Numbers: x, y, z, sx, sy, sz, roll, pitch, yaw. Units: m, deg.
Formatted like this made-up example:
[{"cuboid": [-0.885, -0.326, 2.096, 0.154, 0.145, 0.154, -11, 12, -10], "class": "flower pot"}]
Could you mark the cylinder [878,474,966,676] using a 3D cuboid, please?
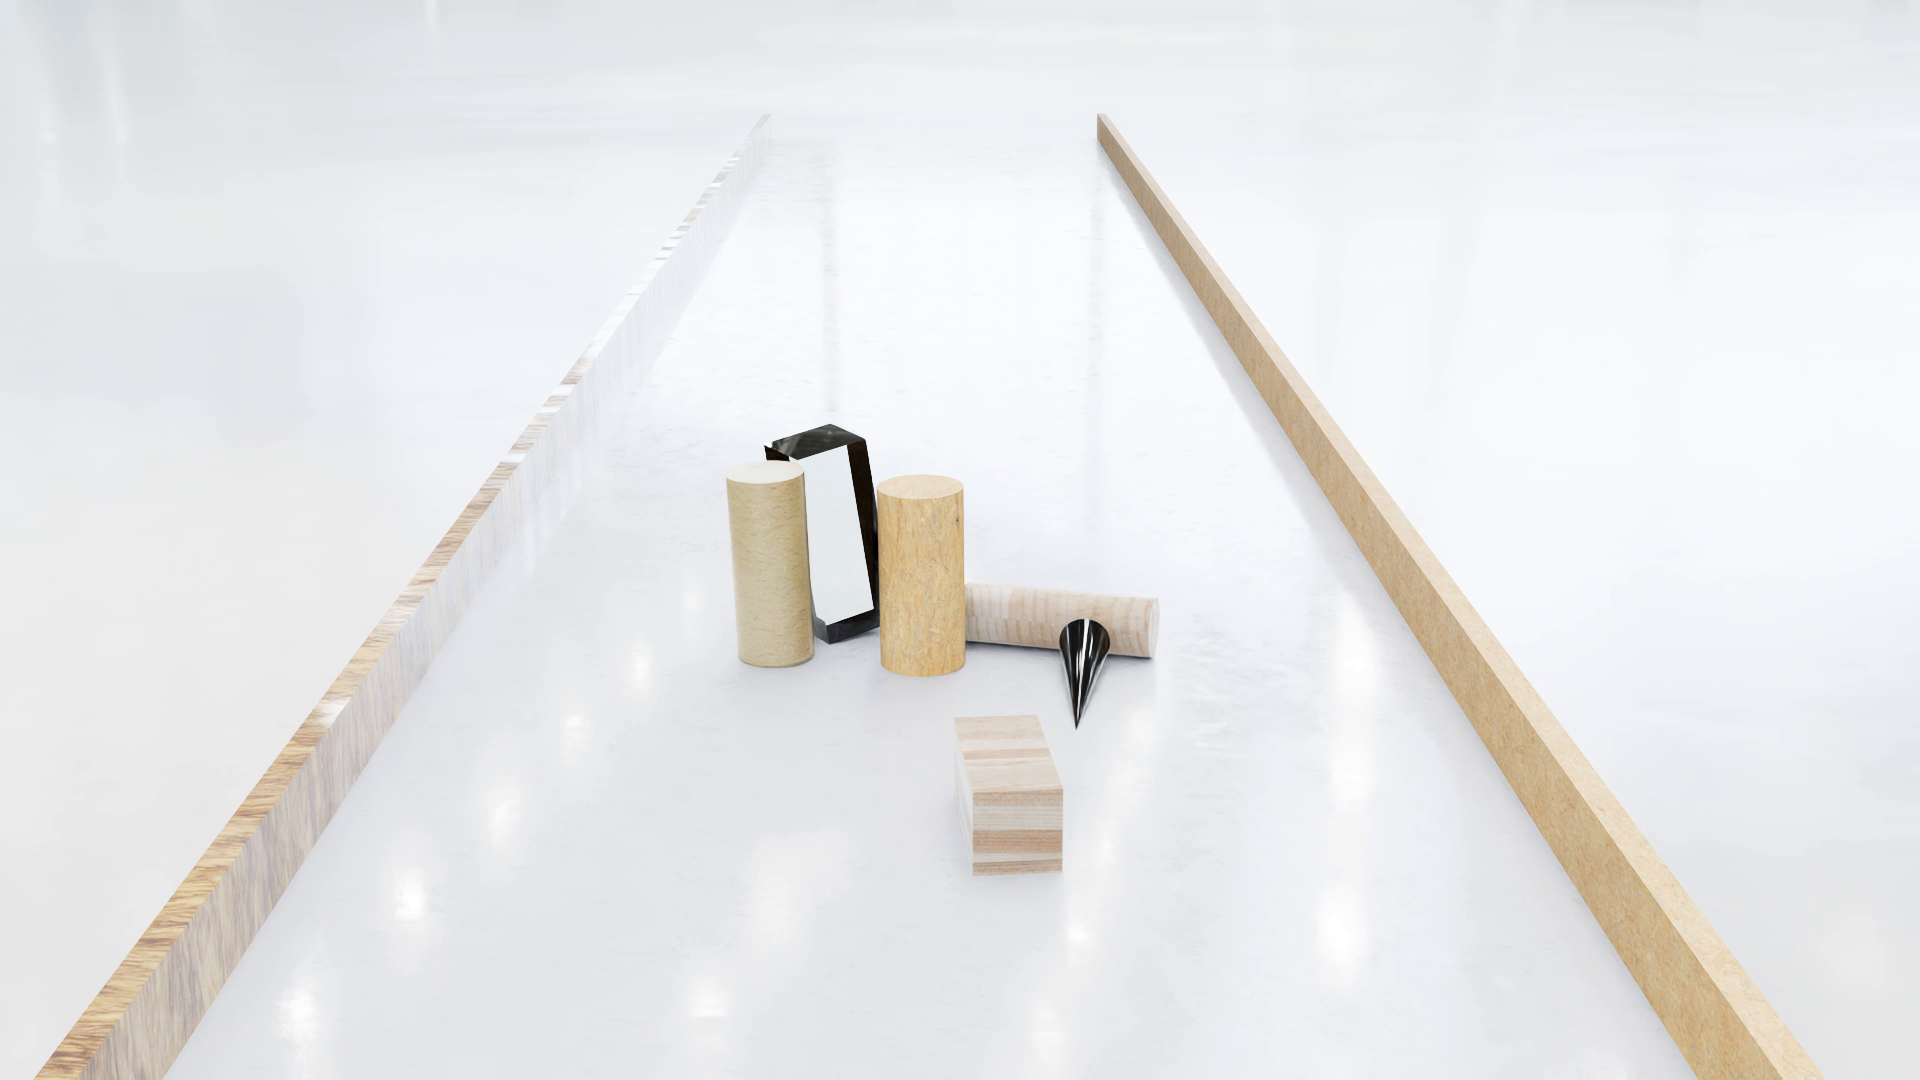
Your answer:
[{"cuboid": [-0.076, 0.069, 4.347, 0.170, 0.365, 0.170, -1, 18, 0], "class": "cylinder"}]

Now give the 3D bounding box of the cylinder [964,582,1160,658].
[{"cuboid": [0.202, 0.161, 4.473, 0.391, 0.122, 0.122, 5, 17, 15], "class": "cylinder"}]

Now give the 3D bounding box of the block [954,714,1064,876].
[{"cuboid": [0.075, 0.412, 3.592, 0.142, 0.142, 0.323, -2, 17, -5], "class": "block"}]

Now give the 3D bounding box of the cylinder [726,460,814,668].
[{"cuboid": [-0.377, 0.048, 4.380, 0.155, 0.384, 0.155, -2, 19, 1], "class": "cylinder"}]

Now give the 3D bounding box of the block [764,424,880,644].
[{"cuboid": [-0.268, -0.014, 4.530, 0.156, 0.404, 0.156, -19, 23, -26], "class": "block"}]

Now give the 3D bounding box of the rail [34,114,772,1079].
[{"cuboid": [-1.118, -0.838, 7.780, 0.050, 0.150, 12.000, 0, 17, -1], "class": "rail"}]

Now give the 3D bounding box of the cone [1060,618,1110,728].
[{"cuboid": [0.230, 0.277, 4.207, 0.102, 0.102, 0.362, 2, 25, 5], "class": "cone"}]

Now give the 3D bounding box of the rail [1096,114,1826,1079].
[{"cuboid": [0.932, -0.844, 7.801, 0.050, 0.150, 12.000, 0, 17, -1], "class": "rail"}]
